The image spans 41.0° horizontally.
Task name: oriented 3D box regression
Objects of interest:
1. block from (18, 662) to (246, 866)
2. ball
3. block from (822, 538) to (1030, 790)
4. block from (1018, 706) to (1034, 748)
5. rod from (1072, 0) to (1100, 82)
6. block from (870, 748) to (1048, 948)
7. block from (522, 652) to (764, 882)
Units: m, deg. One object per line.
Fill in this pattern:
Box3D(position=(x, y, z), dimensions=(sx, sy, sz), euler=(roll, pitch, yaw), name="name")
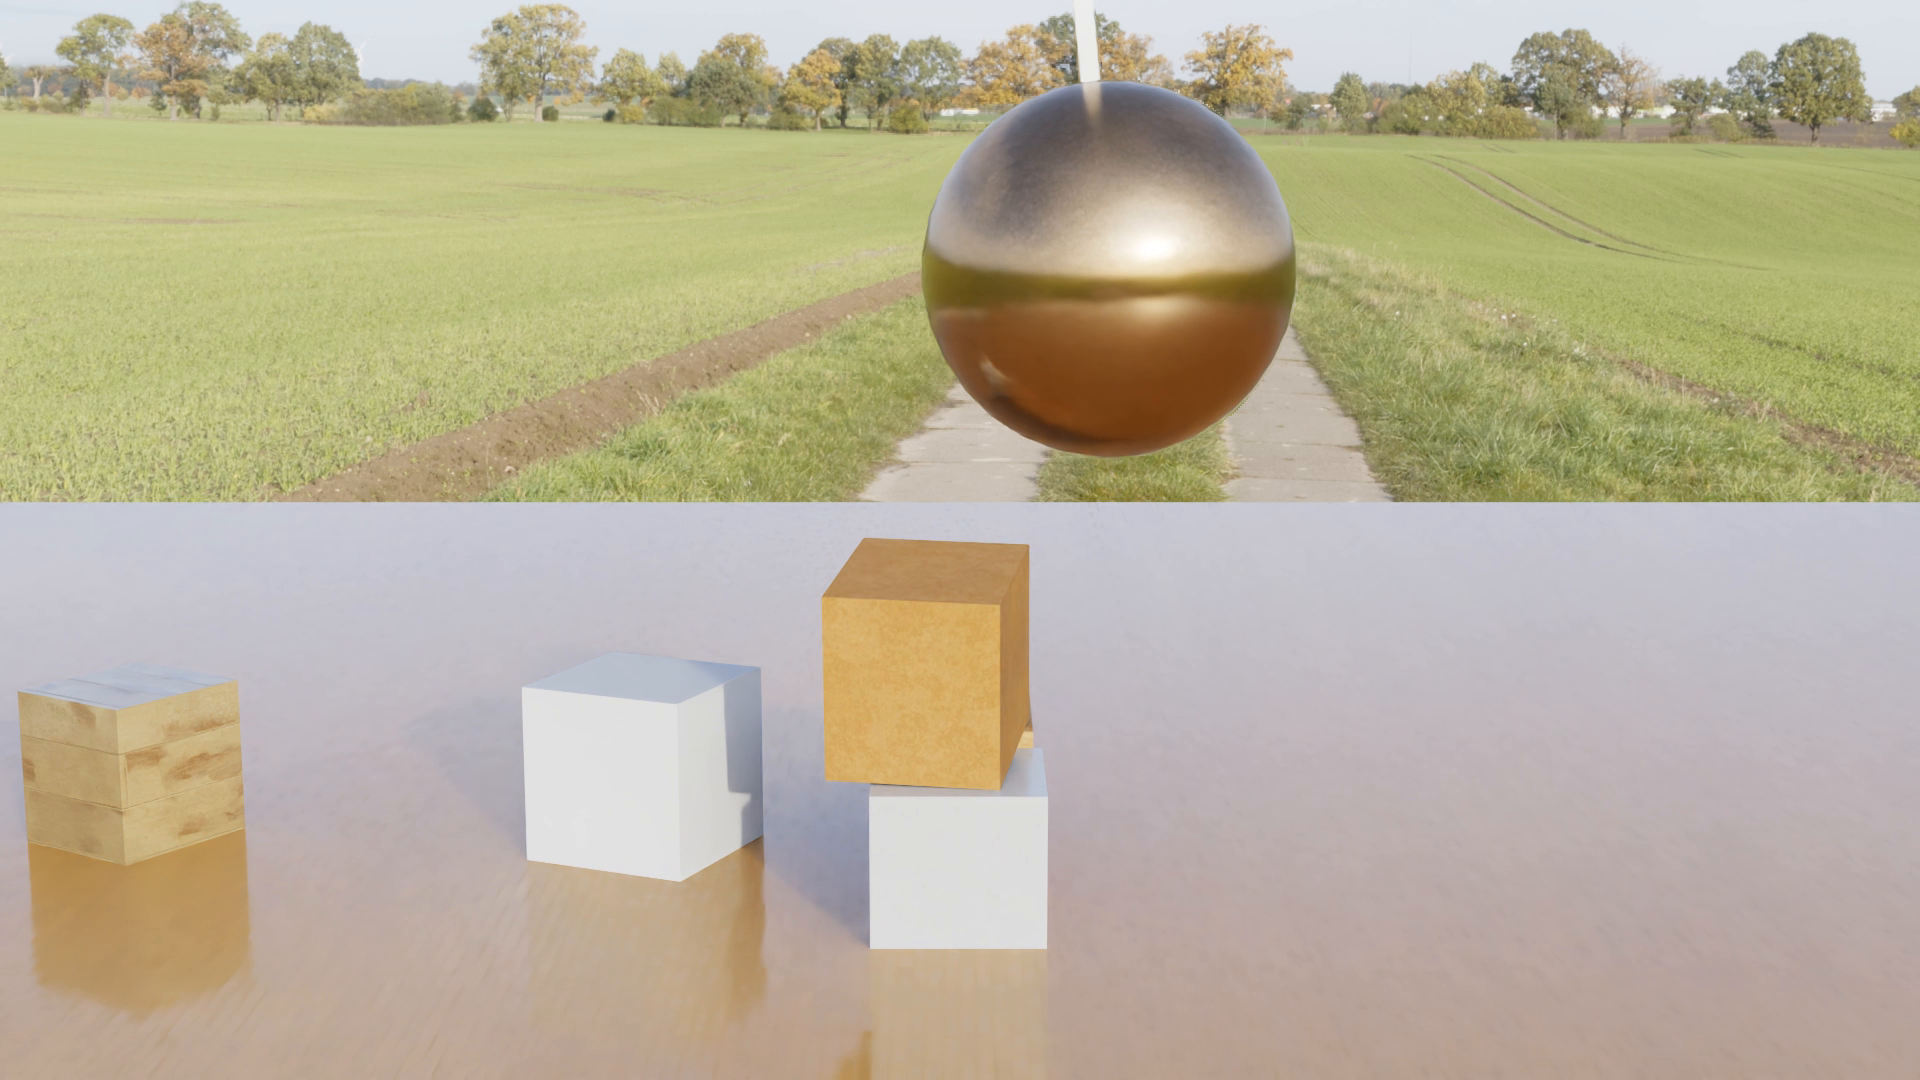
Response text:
Box3D(position=(-3.843, 1.025, 11.921), dimensions=(0.677, 0.719, 0.699), euler=(7, 12, 32), name="block")
Box3D(position=(0.635, -1.154, 10.971), dimensions=(1.600, 1.600, 1.600), euler=(0, 10, 0), name="ball")
Box3D(position=(-0.127, 0.502, 10.752), dimensions=(0.724, 0.789, 0.857), euler=(2, 17, 9), name="block")
Box3D(position=(0.013, 1.113, 11.460), dimensions=(0.609, 0.710, 0.696), euler=(0, 10, 0), name="block")
Box3D(position=(0.275, -4.480, 10.366), dimensions=(0.080, 5.200, 0.080), euler=(-6, 10, 1), name="rod")
Box3D(position=(-0.006, 1.280, 10.740), dimensions=(0.719, 0.640, 0.754), euler=(0, 10, 0), name="block")
Box3D(position=(-1.438, 1.018, 11.726), dimensions=(0.795, 0.803, 0.775), euler=(4, 11, 23), name="block")
